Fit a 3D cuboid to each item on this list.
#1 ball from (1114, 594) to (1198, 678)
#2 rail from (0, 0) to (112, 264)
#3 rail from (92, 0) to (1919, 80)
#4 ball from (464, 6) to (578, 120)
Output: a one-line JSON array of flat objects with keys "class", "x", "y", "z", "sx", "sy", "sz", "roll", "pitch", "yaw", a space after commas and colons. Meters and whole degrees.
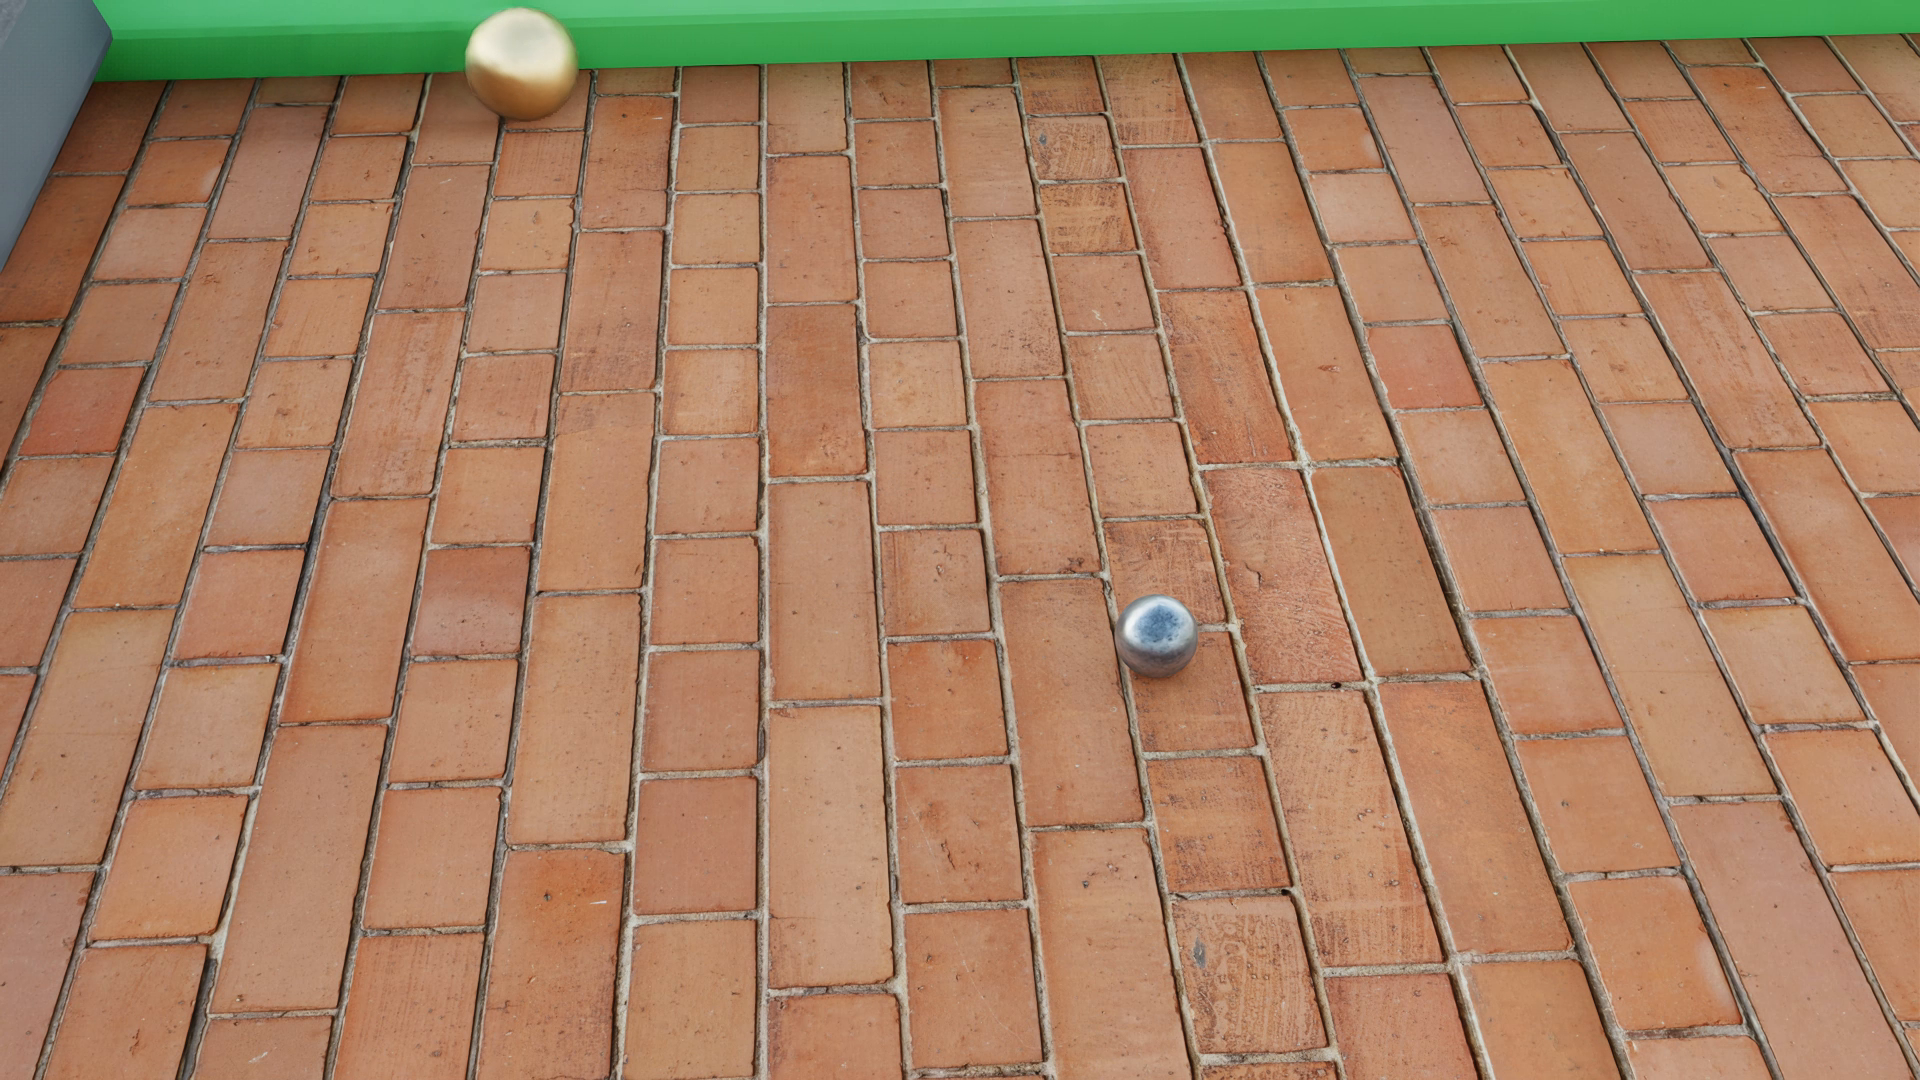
[{"class": "ball", "x": 0.125, "y": 0.061, "z": 1.633, "sx": 0.054, "sy": 0.054, "sz": 0.054, "roll": 0, "pitch": 36, "yaw": 0}, {"class": "rail", "x": -0.726, "y": 0.000, "z": 1.652, "sx": 0.045, "sy": 0.128, "sz": 1.624, "roll": -2, "pitch": 36, "yaw": -3}, {"class": "rail", "x": 0.701, "y": -0.513, "z": 2.364, "sx": 3.004, "sy": 0.128, "sz": 0.045, "roll": -2, "pitch": 36, "yaw": -3}, {"class": "ball", "x": -0.387, "y": -0.420, "z": 2.262, "sx": 0.099, "sy": 0.099, "sz": 0.099, "roll": 0, "pitch": 36, "yaw": 0}]
